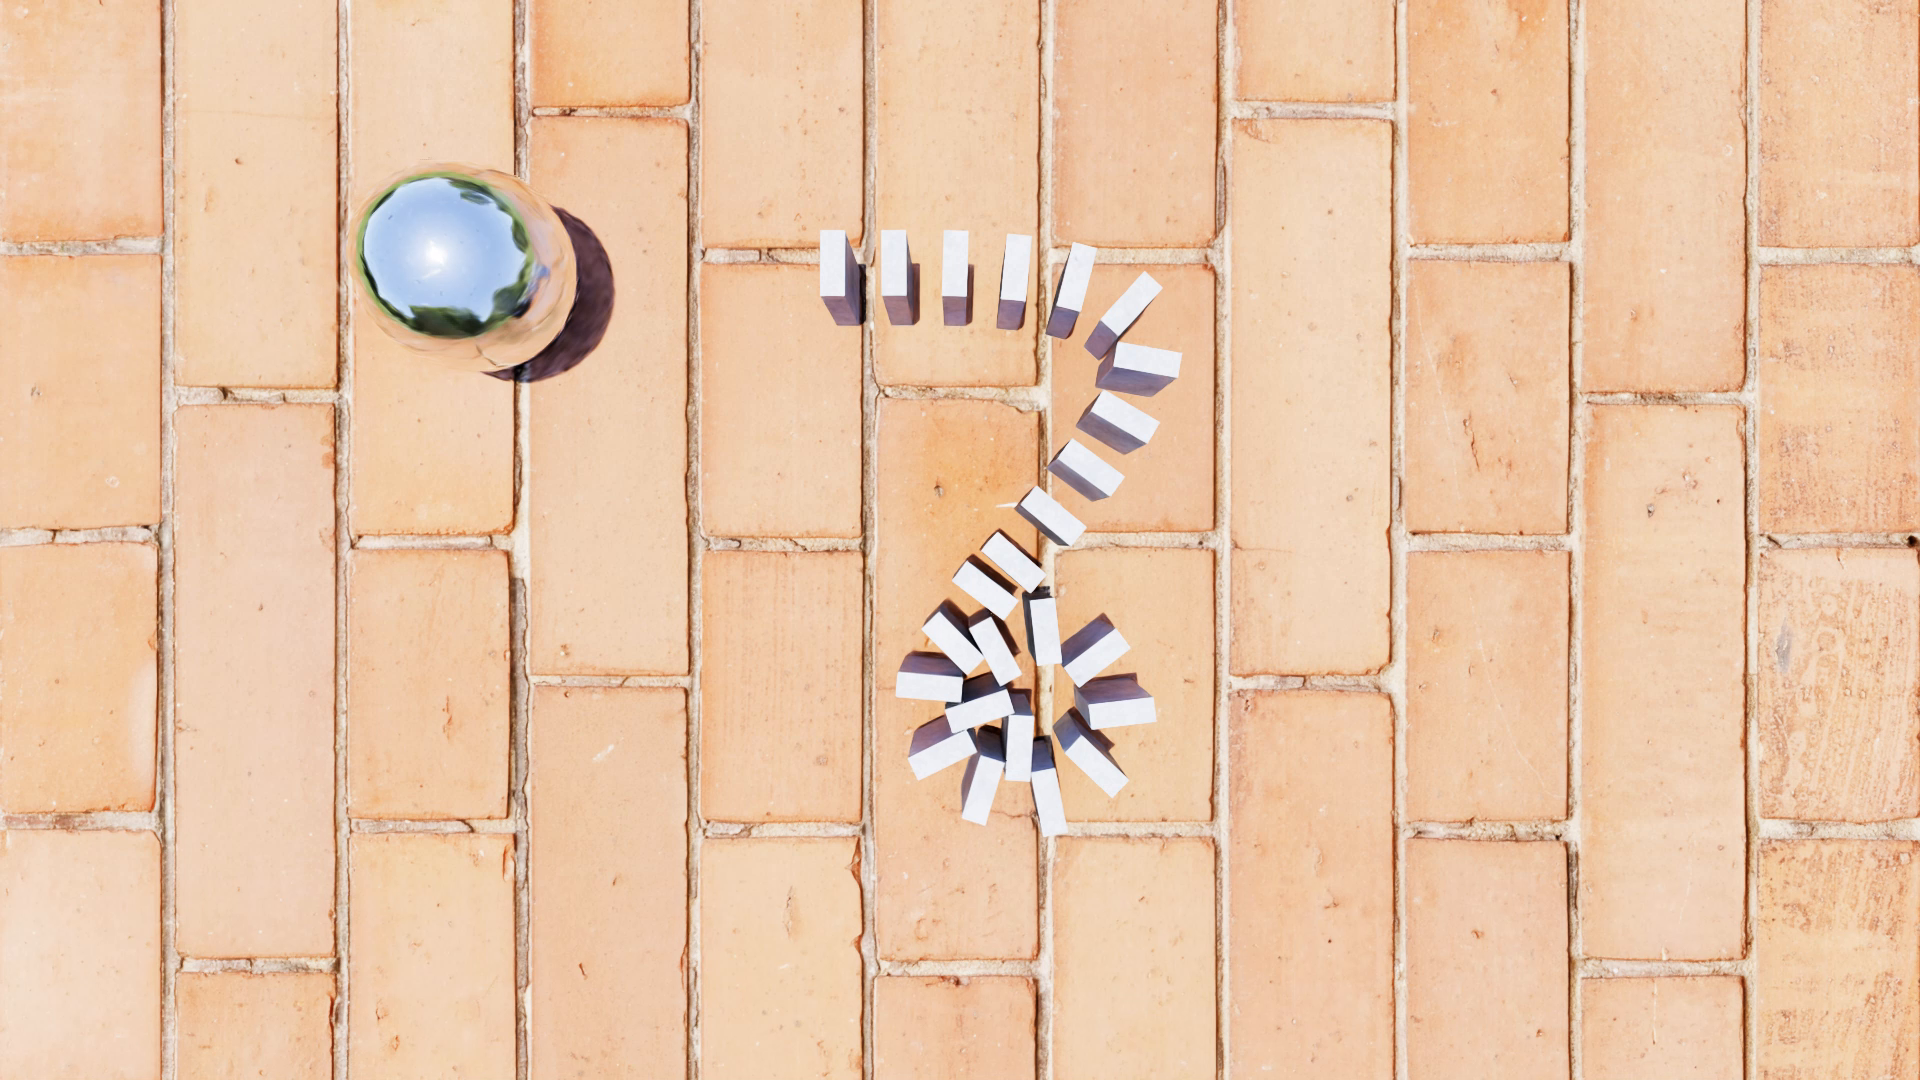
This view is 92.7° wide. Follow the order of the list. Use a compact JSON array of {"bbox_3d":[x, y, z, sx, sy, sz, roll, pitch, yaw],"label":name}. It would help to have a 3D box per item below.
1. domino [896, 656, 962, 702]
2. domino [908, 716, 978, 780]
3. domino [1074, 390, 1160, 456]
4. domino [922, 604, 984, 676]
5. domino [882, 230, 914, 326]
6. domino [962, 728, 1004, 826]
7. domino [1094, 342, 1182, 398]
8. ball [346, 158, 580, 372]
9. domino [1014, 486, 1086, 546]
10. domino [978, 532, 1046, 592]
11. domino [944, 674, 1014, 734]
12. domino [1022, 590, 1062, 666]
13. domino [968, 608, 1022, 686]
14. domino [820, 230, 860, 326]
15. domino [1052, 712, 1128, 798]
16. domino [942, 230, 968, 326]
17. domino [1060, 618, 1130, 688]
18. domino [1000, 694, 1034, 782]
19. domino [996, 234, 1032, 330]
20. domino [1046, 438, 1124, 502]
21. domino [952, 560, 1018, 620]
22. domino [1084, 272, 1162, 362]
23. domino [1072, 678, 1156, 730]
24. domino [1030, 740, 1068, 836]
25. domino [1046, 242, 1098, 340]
[{"bbox_3d":[-0.012,0.056,0.375,0.025,0.050,0.009,5,90,0],"label":"domino"},{"bbox_3d":[-0.007,0.082,0.375,0.025,0.050,0.010,-26,90,0],"label":"domino"},{"bbox_3d":[0.063,-0.047,0.375,0.025,0.050,0.009,30,90,0],"label":"domino"},{"bbox_3d":[-0.003,0.040,0.375,0.010,0.050,0.025,-45,90,0],"label":"domino"},{"bbox_3d":[-0.025,-0.106,0.375,0.009,0.050,0.025,0,90,0],"label":"domino"},{"bbox_3d":[0.009,0.096,0.375,0.009,0.050,0.025,17,90,0],"label":"domino"},{"bbox_3d":[0.072,-0.069,0.375,0.025,0.050,0.009,10,90,0],"label":"domino"},{"bbox_3d":[-0.193,-0.107,0.360,0.080,0.080,0.080,0,90,0],"label":"ball"},{"bbox_3d":[0.036,-0.009,0.375,0.025,0.050,0.009,40,90,0],"label":"domino"},{"bbox_3d":[0.021,0.009,0.375,0.025,0.050,0.009,41,90,0],"label":"domino"},{"bbox_3d":[0.008,0.066,0.375,0.025,0.050,0.010,-18,90,0],"label":"domino"},{"bbox_3d":[0.033,0.035,0.375,0.010,0.050,0.025,-6,90,0],"label":"domino"},{"bbox_3d":[0.014,0.043,0.375,0.010,0.050,0.025,-29,90,0],"label":"domino"},{"bbox_3d":[-0.049,-0.106,0.375,0.010,0.050,0.025,0,90,0],"label":"domino"},{"bbox_3d":[0.052,0.087,0.375,0.025,0.050,0.009,43,90,0],"label":"domino"},{"bbox_3d":[-0.002,-0.106,0.375,0.010,0.050,0.025,2,90,0],"label":"domino"},{"bbox_3d":[0.053,0.045,0.375,0.025,0.050,0.009,-37,90,0],"label":"domino"},{"bbox_3d":[0.023,0.080,0.375,0.009,0.050,0.025,3,90,0],"label":"domino"},{"bbox_3d":[0.022,-0.104,0.375,0.010,0.050,0.025,5,90,0],"label":"domino"},{"bbox_3d":[0.050,-0.028,0.375,0.025,0.050,0.009,36,90,0],"label":"domino"},{"bbox_3d":[0.010,0.019,0.375,0.025,0.050,0.009,37,90,0],"label":"domino"},{"bbox_3d":[0.066,-0.090,0.375,0.010,0.050,0.025,43,90,0],"label":"domino"},{"bbox_3d":[0.062,0.066,0.375,0.025,0.050,0.010,-7,90,0],"label":"domino"},{"bbox_3d":[0.034,0.100,0.375,0.009,0.050,0.025,-11,90,0],"label":"domino"},{"bbox_3d":[0.045,-0.101,0.375,0.010,0.050,0.025,15,90,0],"label":"domino"}]
